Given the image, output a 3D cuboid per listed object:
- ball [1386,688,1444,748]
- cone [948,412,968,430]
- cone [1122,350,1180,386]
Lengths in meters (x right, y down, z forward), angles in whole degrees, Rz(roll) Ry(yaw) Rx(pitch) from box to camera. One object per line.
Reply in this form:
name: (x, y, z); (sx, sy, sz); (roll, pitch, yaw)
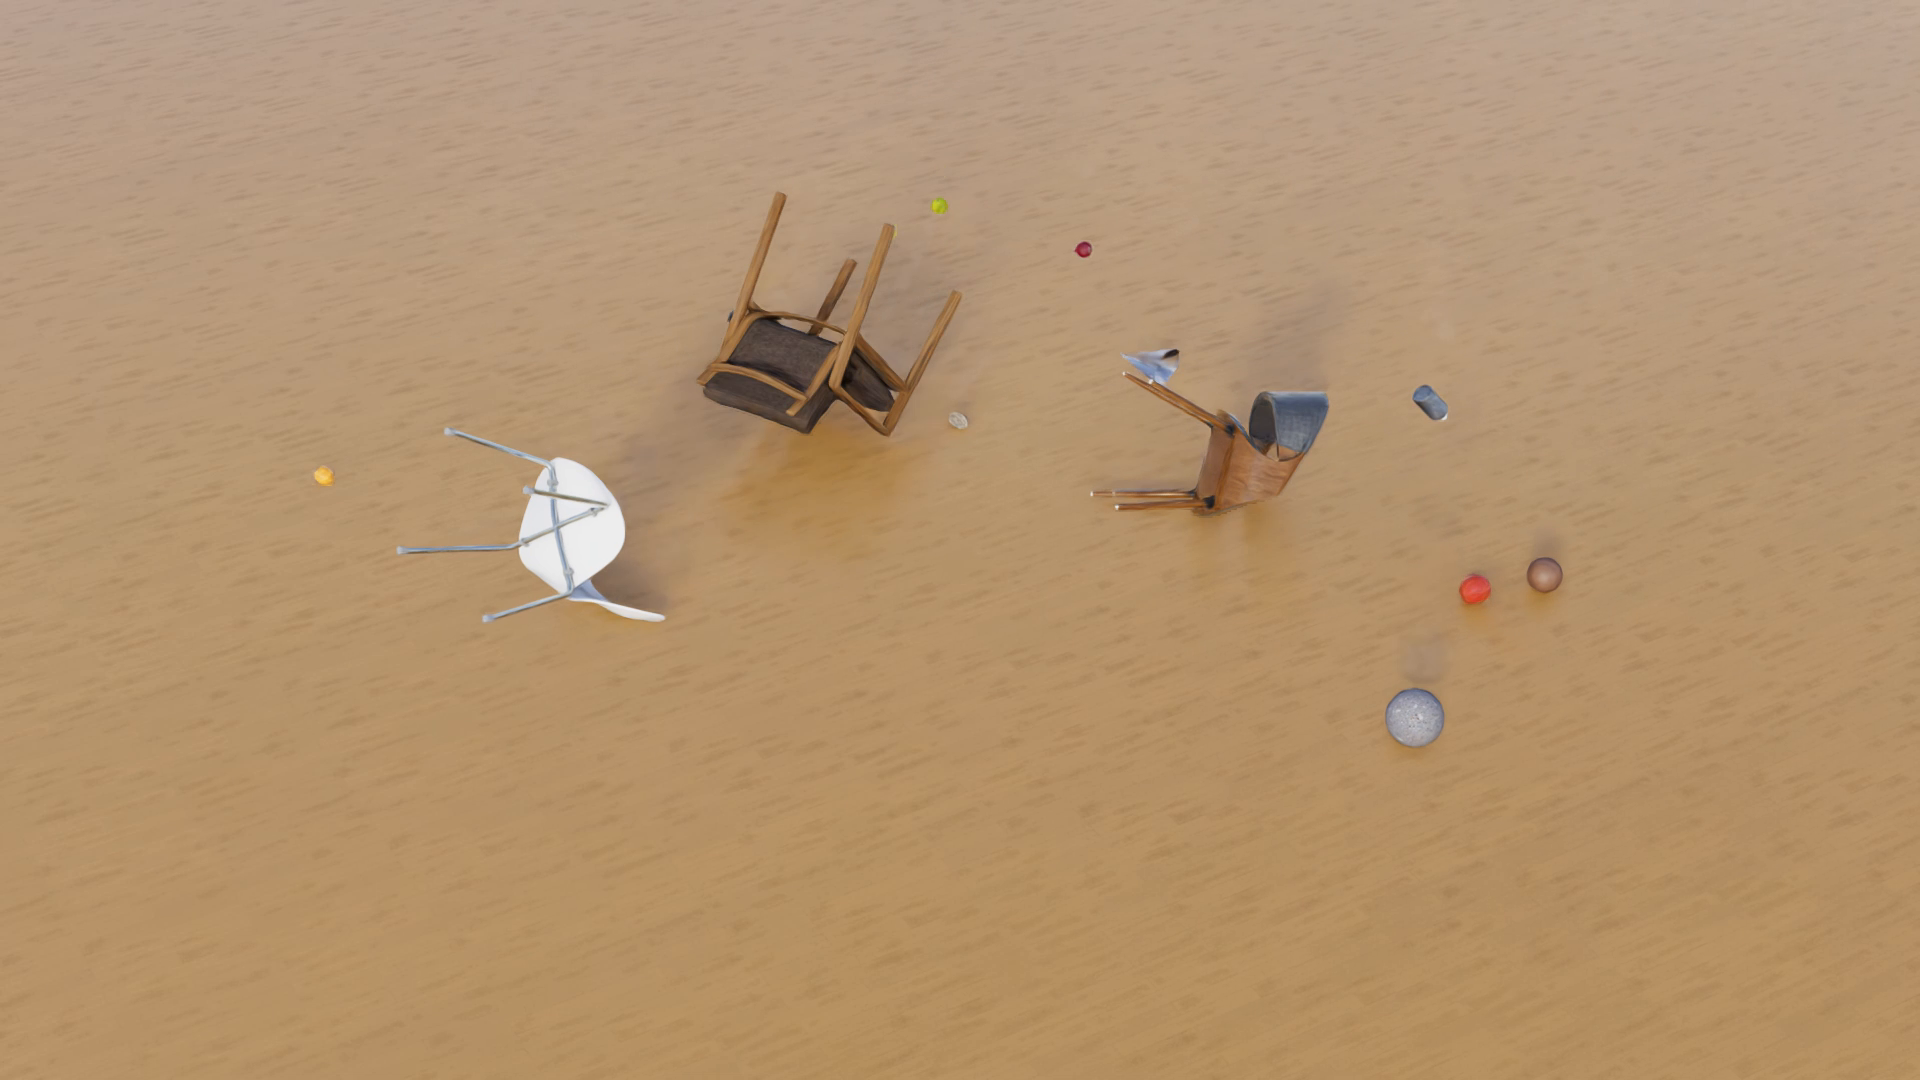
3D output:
ball: (1.530, 0.597, 9.858); (0.198, 0.198, 0.198); (0, 33, 0)
cone: (0.008, -0.485, 11.652); (0.085, 0.061, 0.103); (33, 21, 6)
cone: (0.748, -0.729, 11.921); (0.214, 0.135, 0.212); (18, 38, 27)
